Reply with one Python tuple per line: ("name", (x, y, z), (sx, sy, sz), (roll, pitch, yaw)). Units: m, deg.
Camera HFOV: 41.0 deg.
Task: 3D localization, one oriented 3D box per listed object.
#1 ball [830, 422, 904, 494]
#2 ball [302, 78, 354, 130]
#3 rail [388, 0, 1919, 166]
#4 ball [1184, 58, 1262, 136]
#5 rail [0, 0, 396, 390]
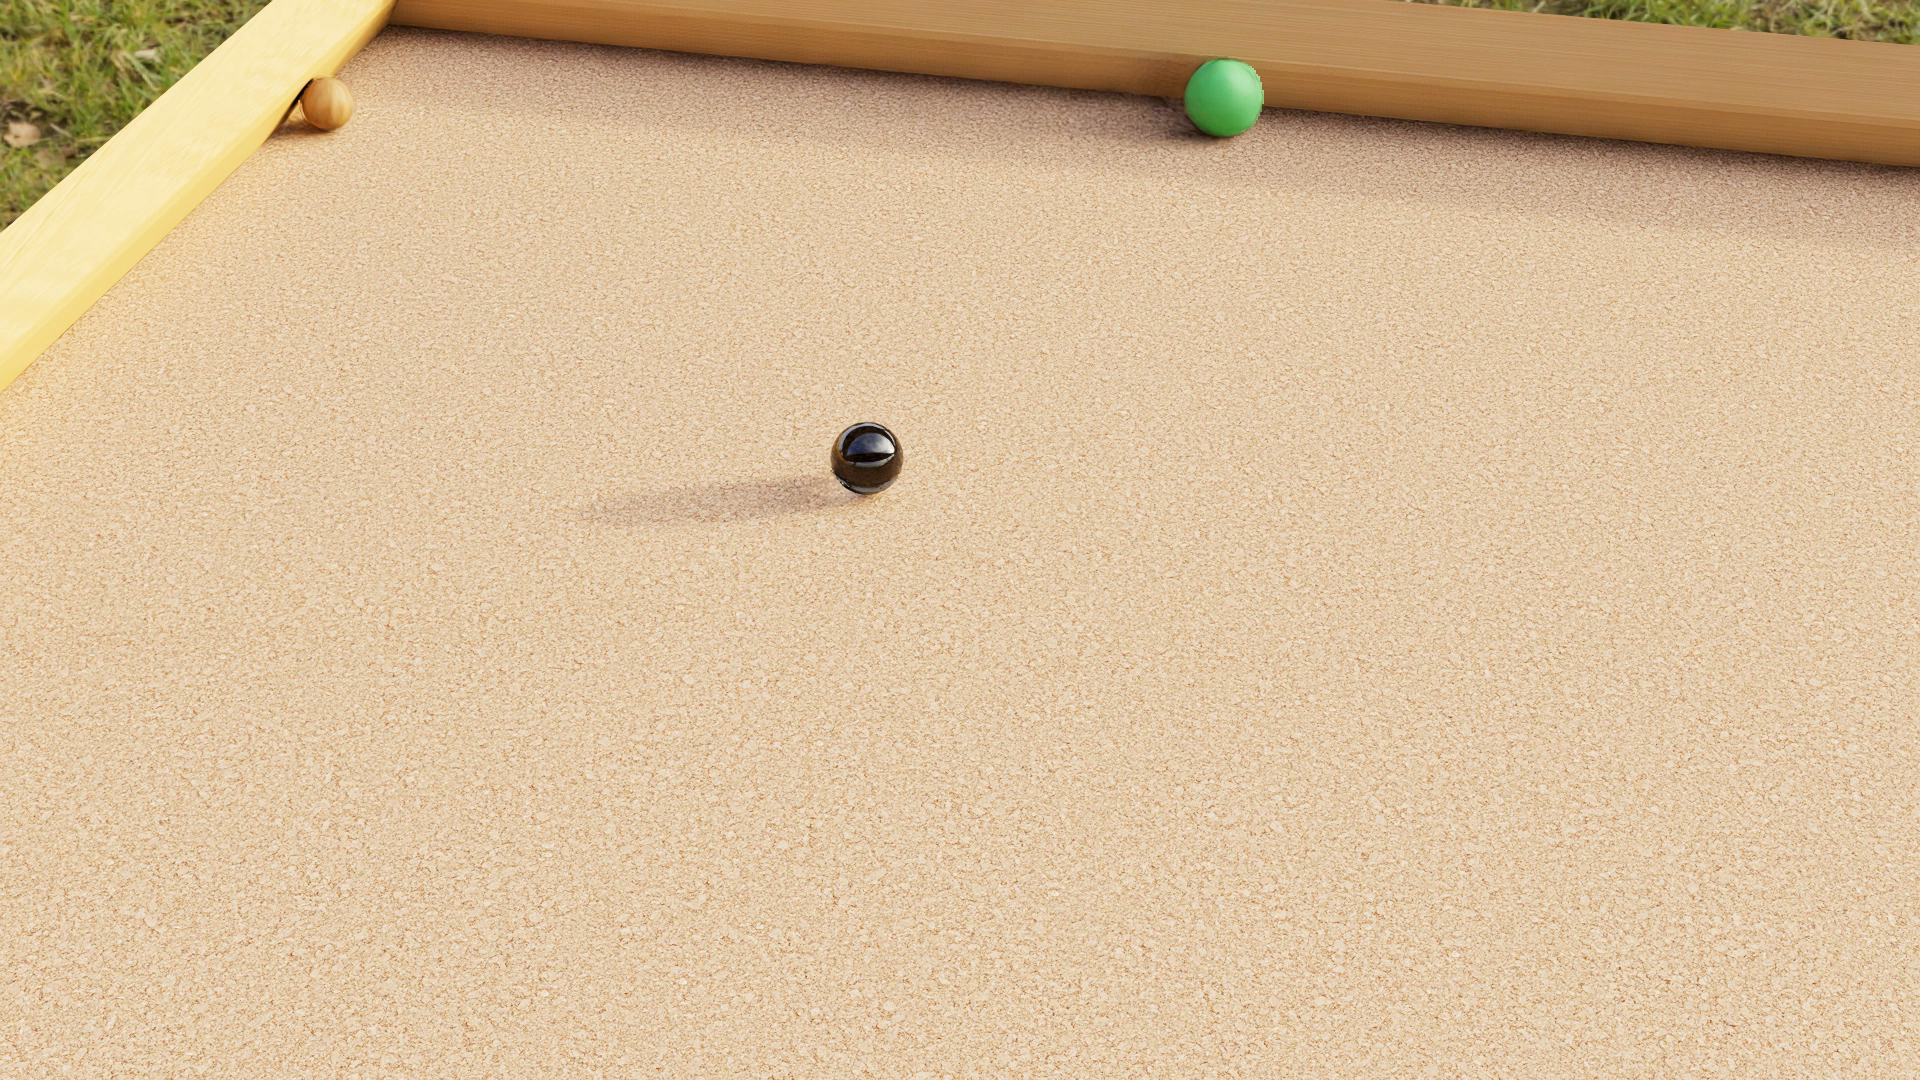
("ball", (-0.076, -0.067, 2.103), (0.060, 0.060, 0.060), (0, 34, 0))
("ball", (-0.662, -0.457, 2.686), (0.054, 0.054, 0.054), (0, 34, 0))
("rail", (1.065, -0.412, 2.552), (3.540, 0.128, 0.045), (7, 35, 11))
("ball", (0.274, -0.460, 2.668), (0.080, 0.080, 0.080), (0, 34, 0))
("rail", (-0.840, -0.134, 2.139), (0.045, 0.128, 1.867), (7, 35, 11))
